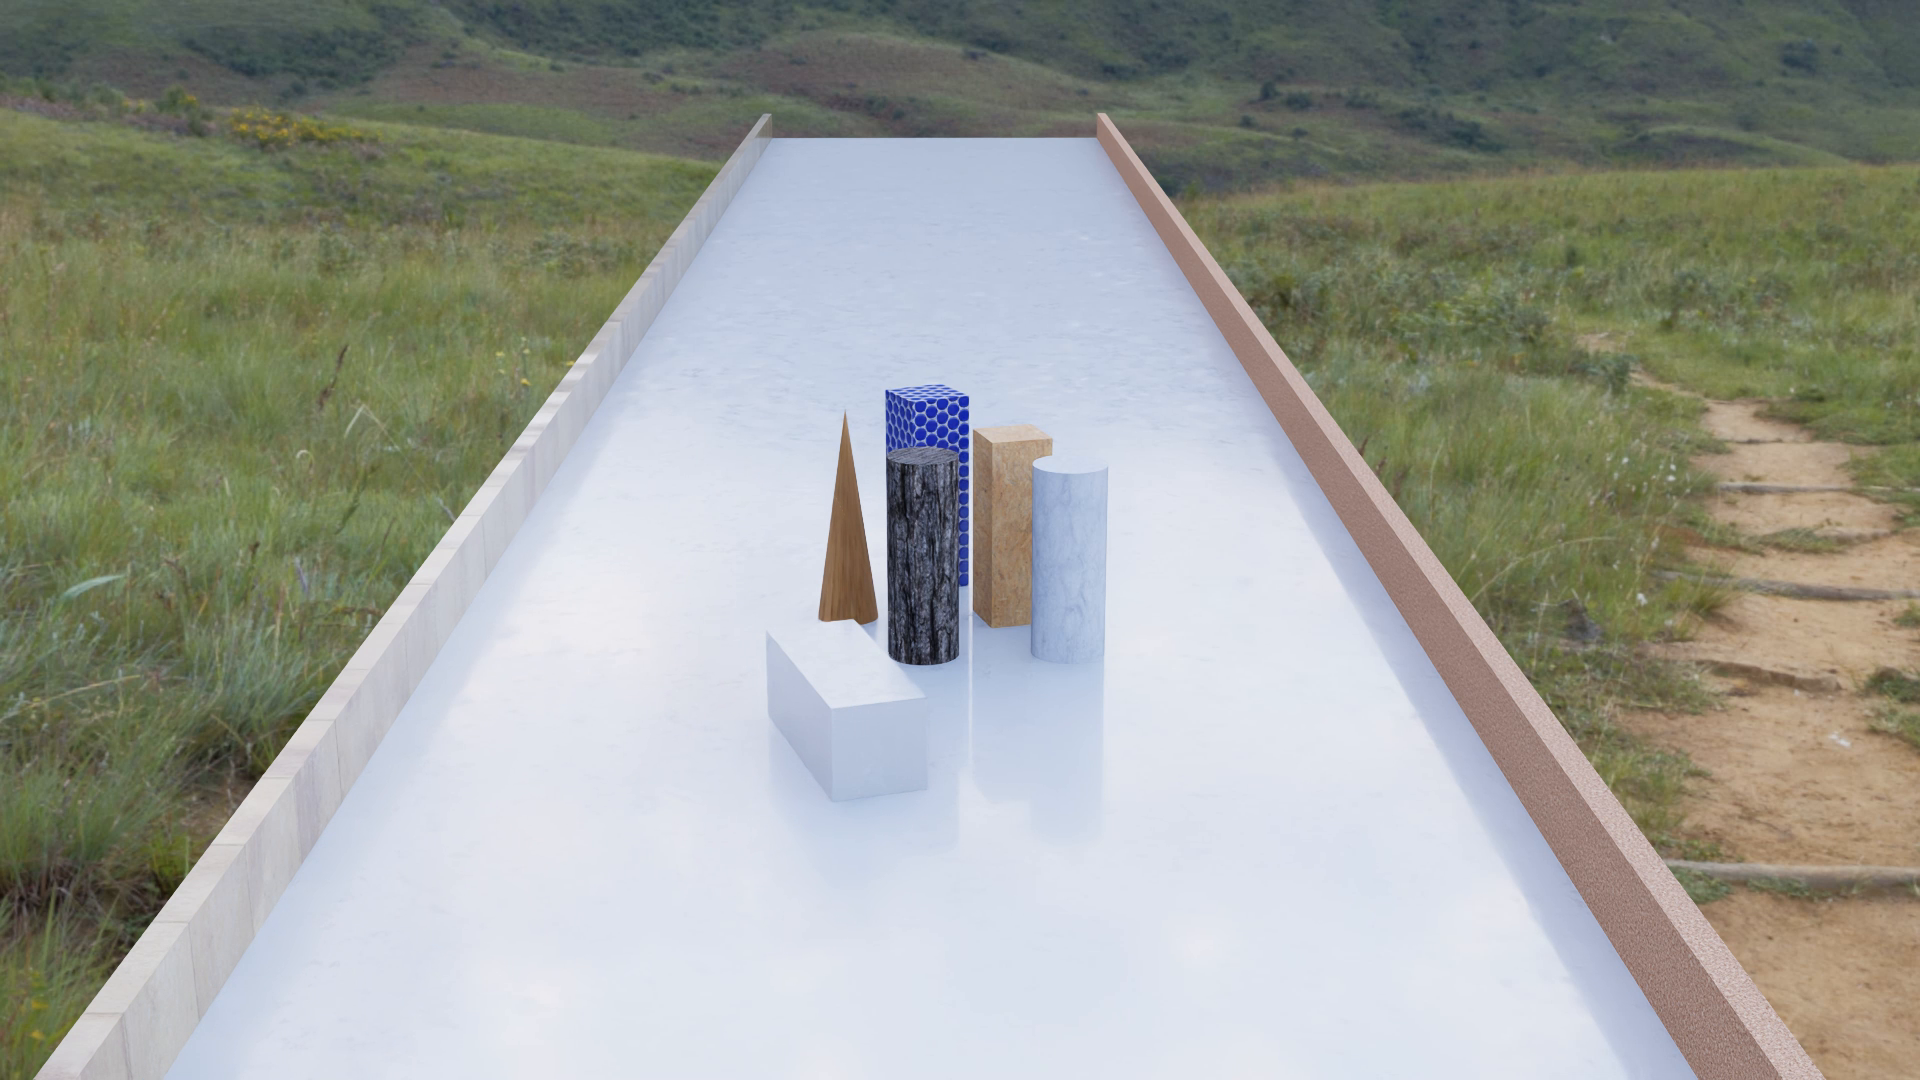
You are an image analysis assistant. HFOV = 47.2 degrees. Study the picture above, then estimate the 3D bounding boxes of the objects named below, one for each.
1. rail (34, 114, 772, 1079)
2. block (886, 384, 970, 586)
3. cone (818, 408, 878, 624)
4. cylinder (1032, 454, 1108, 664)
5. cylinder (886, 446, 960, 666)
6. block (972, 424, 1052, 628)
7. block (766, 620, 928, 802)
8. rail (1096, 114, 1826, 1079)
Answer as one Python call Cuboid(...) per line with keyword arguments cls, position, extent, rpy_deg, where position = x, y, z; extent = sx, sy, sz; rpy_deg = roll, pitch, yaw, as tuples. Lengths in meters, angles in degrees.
Cuboid(cls="rail", position=(-1.118, -0.838, 7.780), extent=(0.050, 0.150, 12.000), rpy_deg=(0, 17, -1))
Cuboid(cls="block", position=(-0.072, -0.114, 4.854), extent=(0.137, 0.431, 0.137), rpy_deg=(-8, 18, -26))
Cuboid(cls="cone", position=(-0.238, -0.056, 4.617), extent=(0.129, 0.456, 0.129), rpy_deg=(0, 17, 0))
Cuboid(cls="cylinder", position=(0.219, 0.038, 4.408), extent=(0.150, 0.394, 0.150), rpy_deg=(0, 17, 0))
Cuboid(cls="cylinder", position=(-0.074, 0.032, 4.395), extent=(0.144, 0.413, 0.144), rpy_deg=(0, 17, 0))
Cuboid(cls="block", position=(0.109, -0.030, 4.625), extent=(0.131, 0.400, 0.131), rpy_deg=(-5, 17, -17))
Cuboid(cls="block", position=(-0.208, 0.297, 3.930), extent=(0.170, 0.170, 0.437), rpy_deg=(-6, 17, -18))
Cuboid(cls="rail", position=(0.932, -0.844, 7.801), extent=(0.050, 0.150, 12.000), rpy_deg=(0, 17, -1))
